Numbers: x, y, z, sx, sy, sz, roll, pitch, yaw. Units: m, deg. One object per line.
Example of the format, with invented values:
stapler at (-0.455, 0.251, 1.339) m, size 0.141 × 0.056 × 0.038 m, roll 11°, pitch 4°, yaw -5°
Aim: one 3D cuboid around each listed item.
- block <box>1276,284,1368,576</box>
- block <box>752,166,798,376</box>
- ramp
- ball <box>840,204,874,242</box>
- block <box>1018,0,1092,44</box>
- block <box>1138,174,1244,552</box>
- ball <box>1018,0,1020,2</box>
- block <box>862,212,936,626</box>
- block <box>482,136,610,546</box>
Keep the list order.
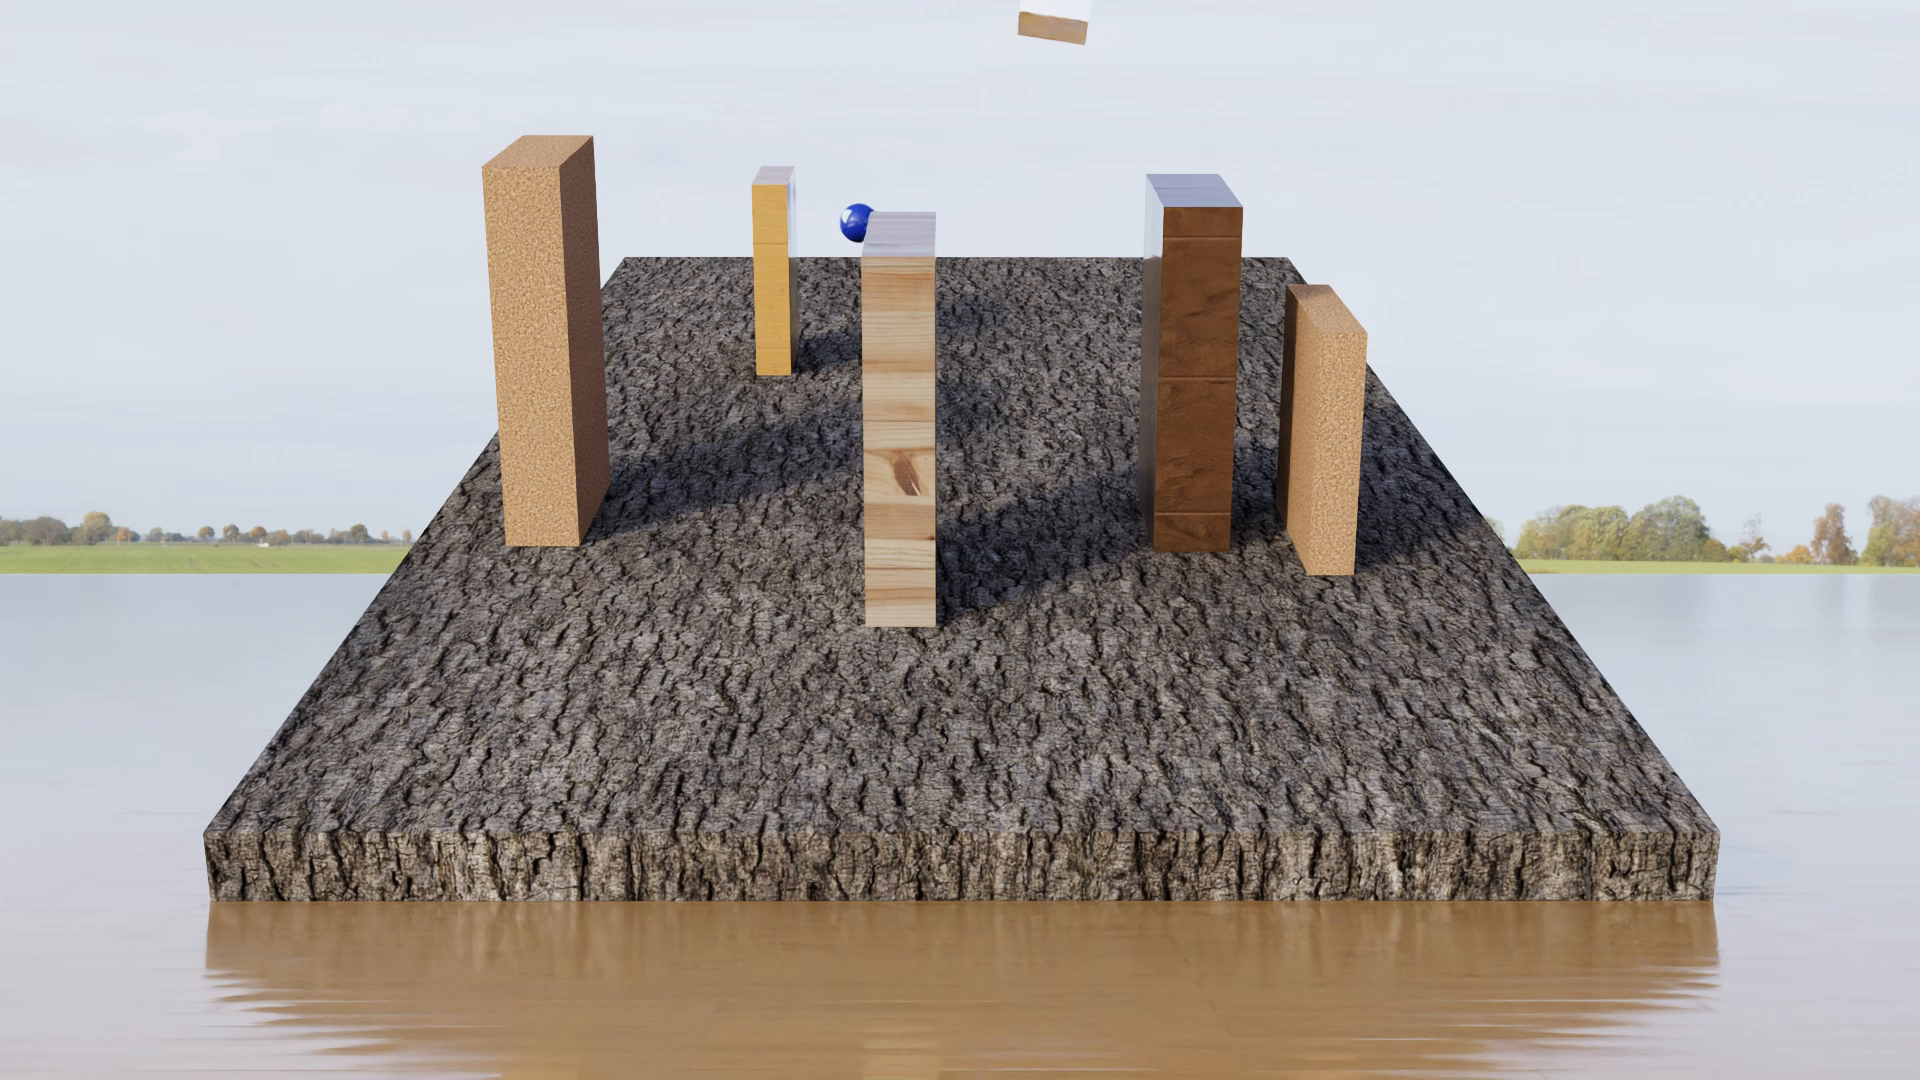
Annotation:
block at (0.653, -0.209, 4.072) m, size 0.080 × 0.435 × 0.415 m, roll 0°, pitch 18°, yaw 0°
block at (-0.444, -0.653, 5.400) m, size 0.082 × 0.454 × 0.288 m, roll 0°, pitch 18°, yaw 0°
ramp at (-0.004, -0.187, 4.864) m, size 2.000 × 0.100 × 4.000 m, roll 0°, pitch 18°, yaw 0°
ball at (-0.288, -0.906, 6.397) m, size 0.113 × 0.113 × 0.113 m, roll 0°, pitch -1°, yaw 0°
block at (0.274, -1.528, 6.276) m, size 0.194 × 0.194 × 0.194 m, roll 9°, pitch -7°, yaw 1°
block at (0.420, -0.335, 4.146) m, size 0.138 × 0.628 × 0.373 m, roll 0°, pitch 18°, yaw 0°
ball at (0.219, -1.637, 6.478) m, size 0.178 × 0.178 × 0.178 m, roll 0°, pitch -1°, yaw 0°
block at (-0.098, -0.214, 3.791) m, size 0.115 × 0.616 × 0.415 m, roll 0°, pitch 18°, yaw 0°
block at (-0.763, -0.379, 4.172) m, size 0.134 × 0.693 × 0.394 m, roll 0°, pitch 18°, yaw 0°
